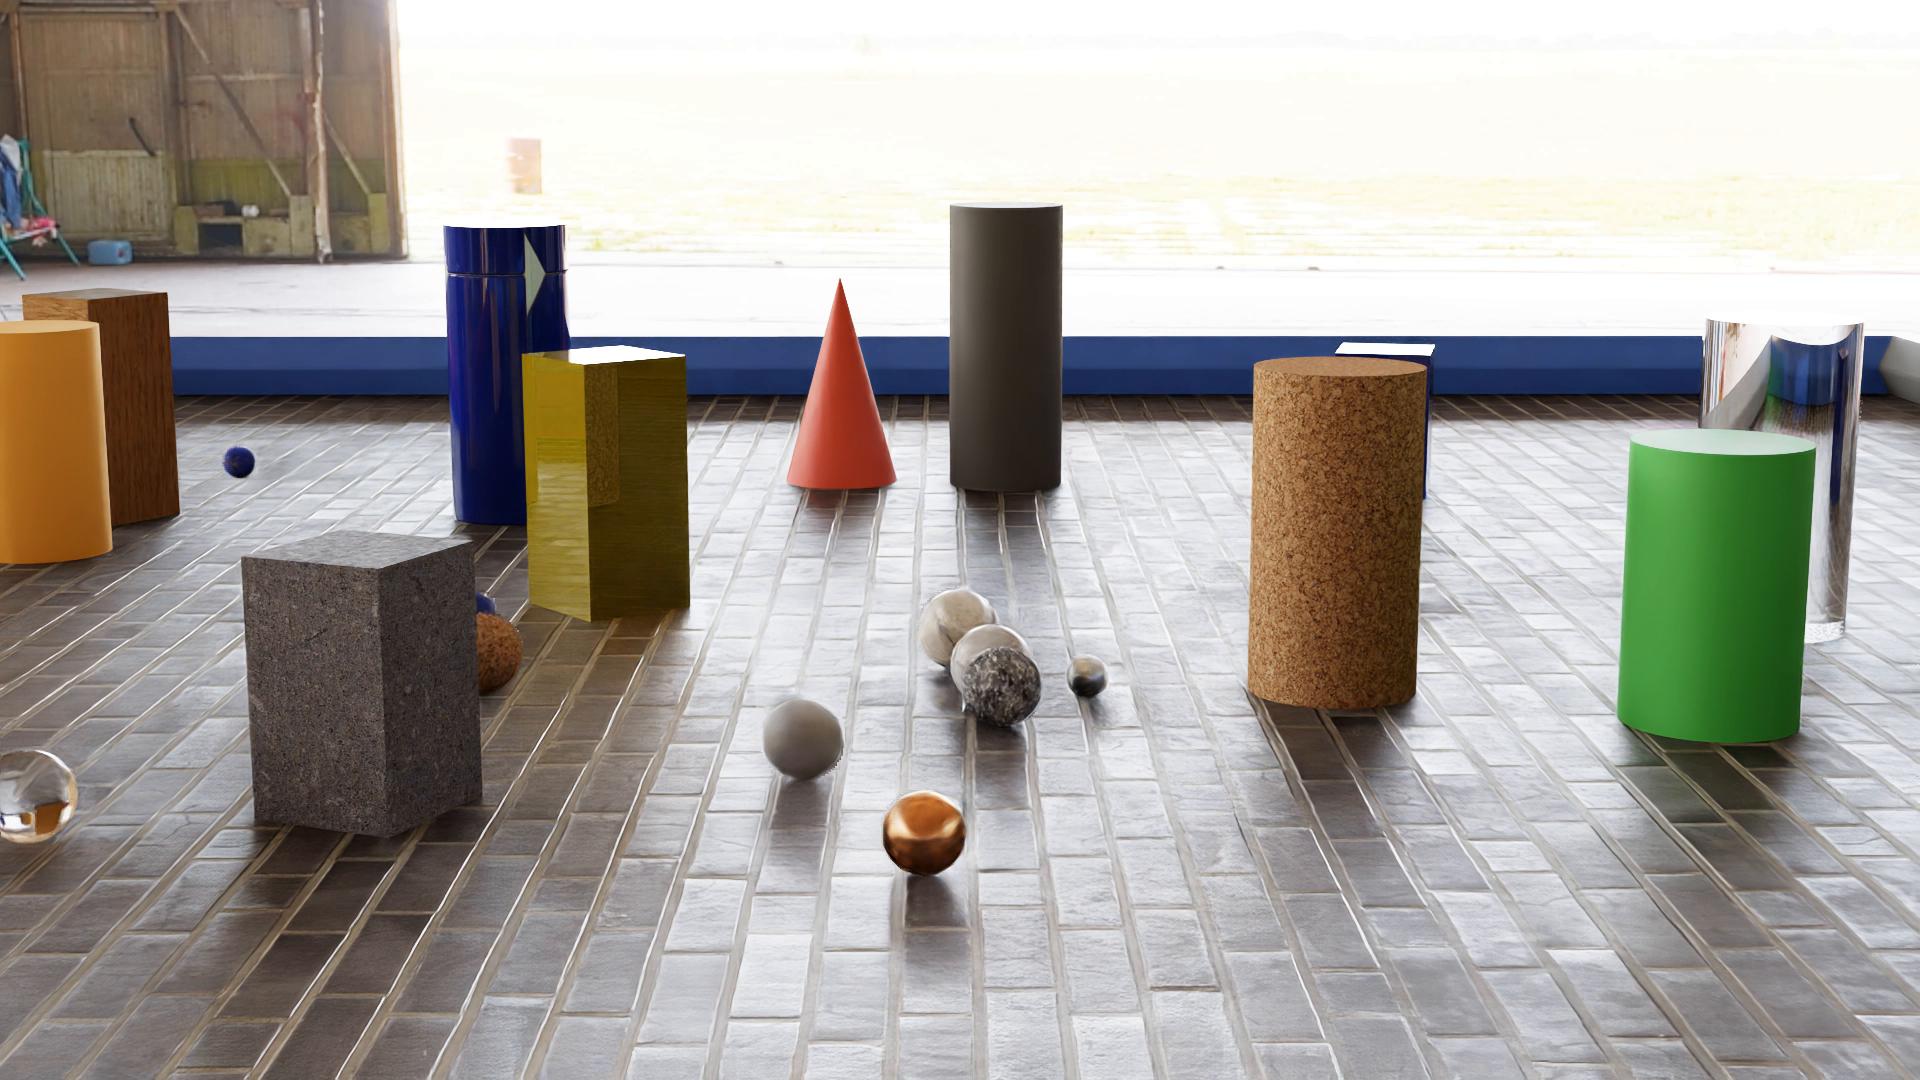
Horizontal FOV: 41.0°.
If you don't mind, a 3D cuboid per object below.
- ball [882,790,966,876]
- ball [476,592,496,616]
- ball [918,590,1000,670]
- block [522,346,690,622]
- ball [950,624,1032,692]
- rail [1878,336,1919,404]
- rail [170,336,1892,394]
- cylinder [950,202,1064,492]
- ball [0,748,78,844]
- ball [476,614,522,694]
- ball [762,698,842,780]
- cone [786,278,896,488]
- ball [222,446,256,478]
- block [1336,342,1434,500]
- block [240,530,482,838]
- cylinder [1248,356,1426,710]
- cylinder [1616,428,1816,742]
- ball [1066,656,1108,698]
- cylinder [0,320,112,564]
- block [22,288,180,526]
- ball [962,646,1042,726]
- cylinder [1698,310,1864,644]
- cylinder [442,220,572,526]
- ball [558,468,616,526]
[{"bbox_3d":[-0.033,0.267,2.334,0.077,0.077,0.077,0,10,0],"label":"ball"},{"bbox_3d":[-0.630,0.094,3.319,0.057,0.057,0.057,0,10,0],"label":"ball"},{"bbox_3d":[-0.001,0.109,3.124,0.099,0.099,0.099,0,10,0],"label":"ball"},{"bbox_3d":[-0.479,-0.080,3.477,0.158,0.343,0.158,-9,14,-39],"label":"block"},{"bbox_3d":[0.036,0.144,2.949,0.094,0.094,0.094,0,10,0],"label":"ball"},{"bbox_3d":[2.081,0.031,3.461,0.045,0.129,4.671,0,10,0],"label":"rail"},{"bbox_3d":[-0.013,-0.388,5.722,4.209,0.129,0.045,0,10,0],"label":"rail"},{"bbox_3d":[0.080,-0.342,4.493,0.198,0.488,0.198,0,10,0],"label":"cylinder"},{"bbox_3d":[-0.883,0.243,2.430,0.089,0.089,0.089,0,10,0],"label":"ball"},{"bbox_3d":[-0.563,0.133,3.007,0.095,0.095,0.095,0,10,0],"label":"ball"},{"bbox_3d":[-0.163,0.205,2.649,0.084,0.084,0.084,0,10,0],"label":"ball"},{"bbox_3d":[-0.210,-0.286,4.531,0.198,0.364,0.198,0,10,0],"label":"cone"},{"bbox_3d":[-1.287,-0.139,4.583,0.057,0.057,0.057,0,10,0],"label":"ball"},{"bbox_3d":[0.731,-0.207,4.427,0.158,0.247,0.158,2,11,13],"label":"block"},{"bbox_3d":[-0.587,0.137,2.528,0.158,0.262,0.158,4,11,23],"label":"block"},{"bbox_3d":[0.440,-0.013,3.003,0.198,0.383,0.198,0,10,0],"label":"cylinder"},{"bbox_3d":[0.842,0.047,2.862,0.198,0.317,0.198,0,10,0],"label":"cylinder"},{"bbox_3d":[0.149,0.159,2.991,0.050,0.050,0.050,0,10,0],"label":"ball"},{"bbox_3d":[-1.390,-0.151,3.864,0.198,0.342,0.198,0,10,0],"label":"cylinder"},{"bbox_3d":[-1.392,-0.218,4.164,0.158,0.364,0.158,7,12,32],"label":"block"},{"bbox_3d":[0.047,0.163,2.860,0.089,0.089,0.089,0,10,0],"label":"ball"},{"bbox_3d":[1.059,-0.086,3.333,0.198,0.406,0.198,0,10,0],"label":"cylinder"},{"bbox_3d":[-0.730,-0.275,4.164,0.198,0.476,0.198,0,10,0],"label":"cylinder"},{"bbox_3d":[-0.598,-0.070,4.110,0.092,0.092,0.092,0,10,0],"label":"ball"}]
